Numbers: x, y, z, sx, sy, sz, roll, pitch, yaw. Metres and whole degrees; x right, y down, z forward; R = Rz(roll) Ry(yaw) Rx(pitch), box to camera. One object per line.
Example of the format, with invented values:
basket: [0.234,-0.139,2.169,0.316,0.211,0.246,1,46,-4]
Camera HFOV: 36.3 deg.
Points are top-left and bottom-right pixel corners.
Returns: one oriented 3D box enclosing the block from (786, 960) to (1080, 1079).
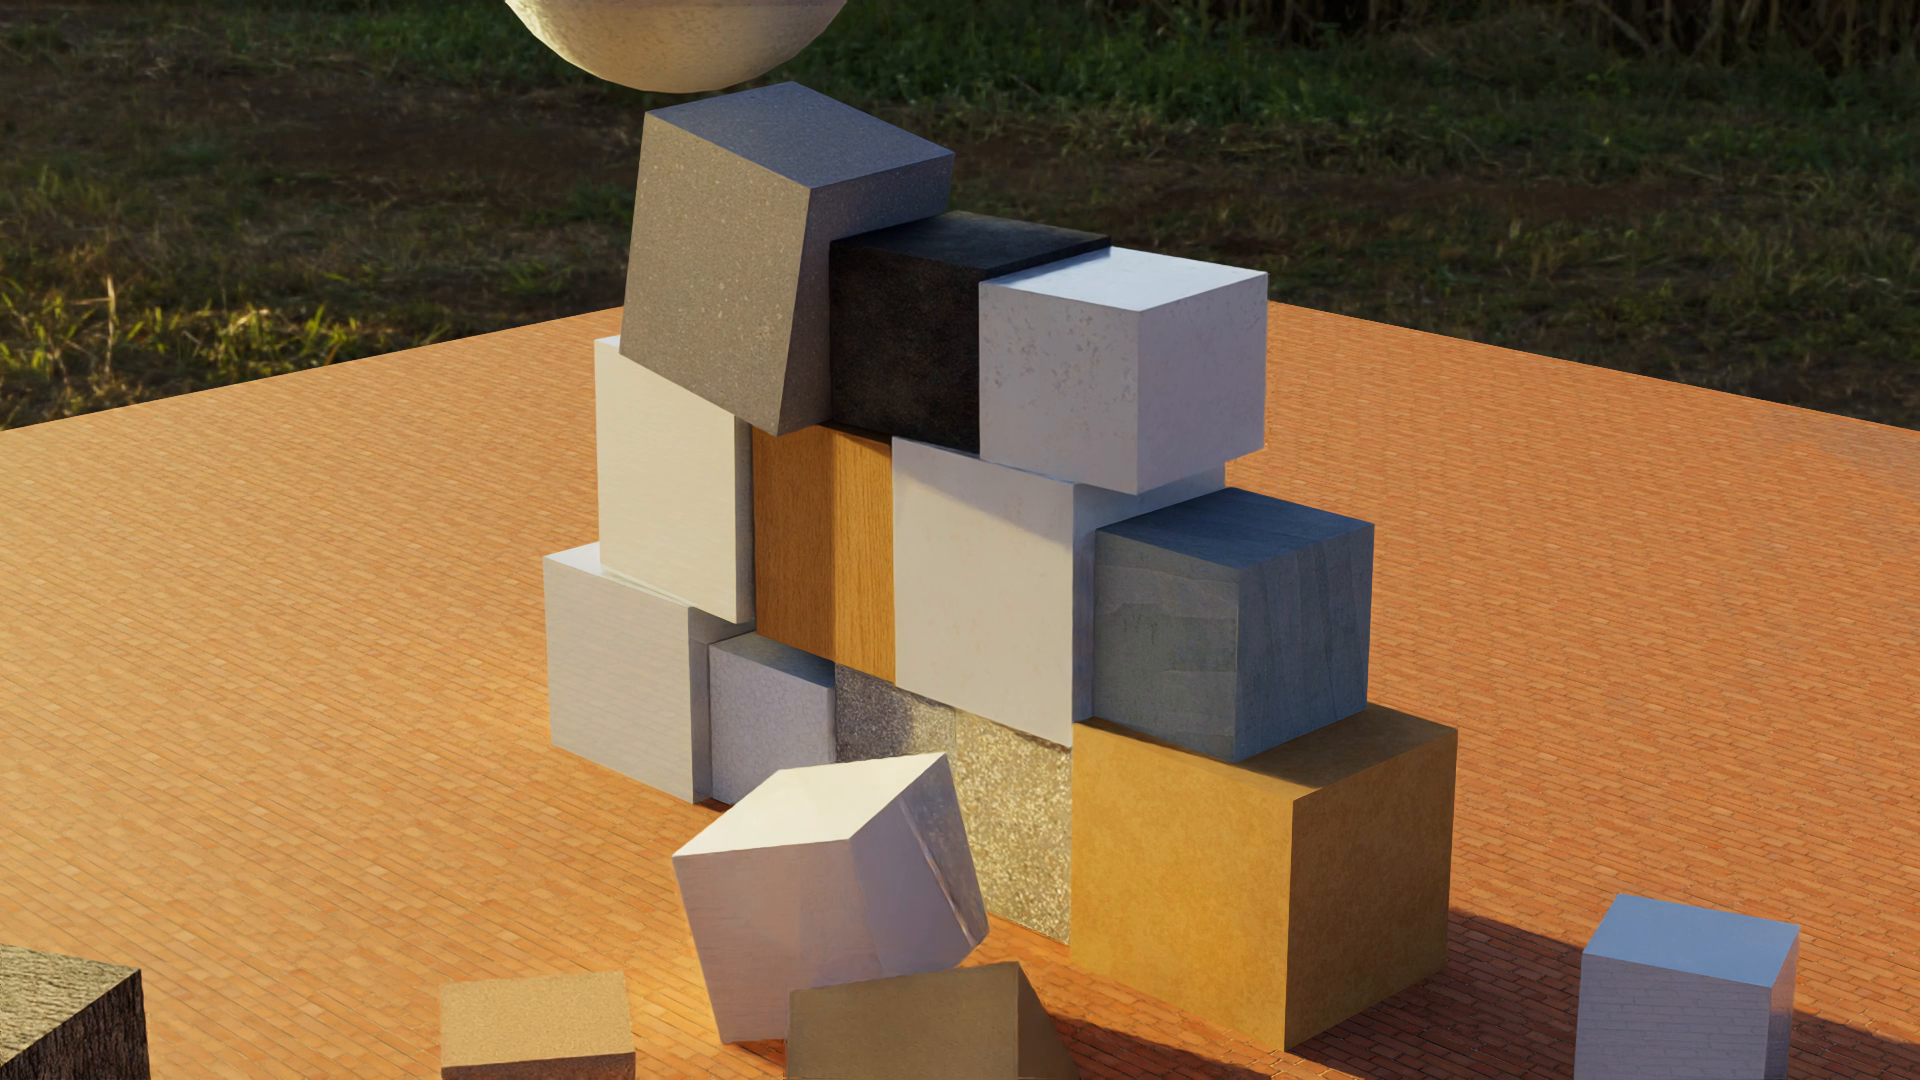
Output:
block: [-0.080,2.005,9.835,0.792,0.816,0.795,-10,51,13]

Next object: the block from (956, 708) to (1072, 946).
block: [0.574,1.140,13.077,0.872,0.974,0.788,-17,24,-42]

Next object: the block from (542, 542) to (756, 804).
block: [-1.306,0.567,14.858,1.103,1.009,1.128,-17,24,-42]

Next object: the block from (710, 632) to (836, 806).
block: [-0.585,0.875,14.238,0.920,0.793,0.837,-17,24,-42]

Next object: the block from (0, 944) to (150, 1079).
block: [-3.578,2.022,10.610,0.903,0.781,0.887,6,18,19]

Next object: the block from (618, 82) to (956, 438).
block: [-0.795,-1.295,13.303,1.016,1.177,0.950,28,32,32]

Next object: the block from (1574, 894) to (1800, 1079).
block: [2.779,1.857,11.232,0.700,0.722,0.597,8,19,24]

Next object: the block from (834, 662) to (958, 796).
block: [0.006,0.976,13.653,0.836,0.951,0.813,-17,24,-42]

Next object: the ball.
ball: [-1.105,-2.542,11.384,1.600,1.600,1.600,0,17,0]

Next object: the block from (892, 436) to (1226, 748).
block: [0.429,0.105,12.824,1.065,1.154,0.972,17,25,42]

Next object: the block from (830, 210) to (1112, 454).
block: [0.050,-0.924,12.829,0.884,0.806,0.848,14,23,38]

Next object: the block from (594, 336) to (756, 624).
block: [-1.031,-0.388,14.267,1.019,1.160,1.079,-15,24,-40]

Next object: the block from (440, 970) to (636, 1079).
block: [-1.539,2.046,10.725,0.677,0.665,0.669,-3,18,-9]

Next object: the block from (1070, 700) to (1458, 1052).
block: [1.273,1.299,12.393,1.091,1.090,1.174,-17,24,-42]

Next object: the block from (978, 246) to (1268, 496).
block: [0.685,-0.728,12.281,0.830,0.761,0.890,14,23,38]

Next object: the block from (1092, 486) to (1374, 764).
block: [1.141,0.335,12.271,0.773,0.822,0.877,17,24,42]

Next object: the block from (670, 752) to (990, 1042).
block: [-0.513,1.460,12.052,0.805,0.812,0.989,-8,13,25]

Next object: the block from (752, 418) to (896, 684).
block: [-0.280,-0.080,13.588,0.935,1.103,0.973,-17,24,-42]
